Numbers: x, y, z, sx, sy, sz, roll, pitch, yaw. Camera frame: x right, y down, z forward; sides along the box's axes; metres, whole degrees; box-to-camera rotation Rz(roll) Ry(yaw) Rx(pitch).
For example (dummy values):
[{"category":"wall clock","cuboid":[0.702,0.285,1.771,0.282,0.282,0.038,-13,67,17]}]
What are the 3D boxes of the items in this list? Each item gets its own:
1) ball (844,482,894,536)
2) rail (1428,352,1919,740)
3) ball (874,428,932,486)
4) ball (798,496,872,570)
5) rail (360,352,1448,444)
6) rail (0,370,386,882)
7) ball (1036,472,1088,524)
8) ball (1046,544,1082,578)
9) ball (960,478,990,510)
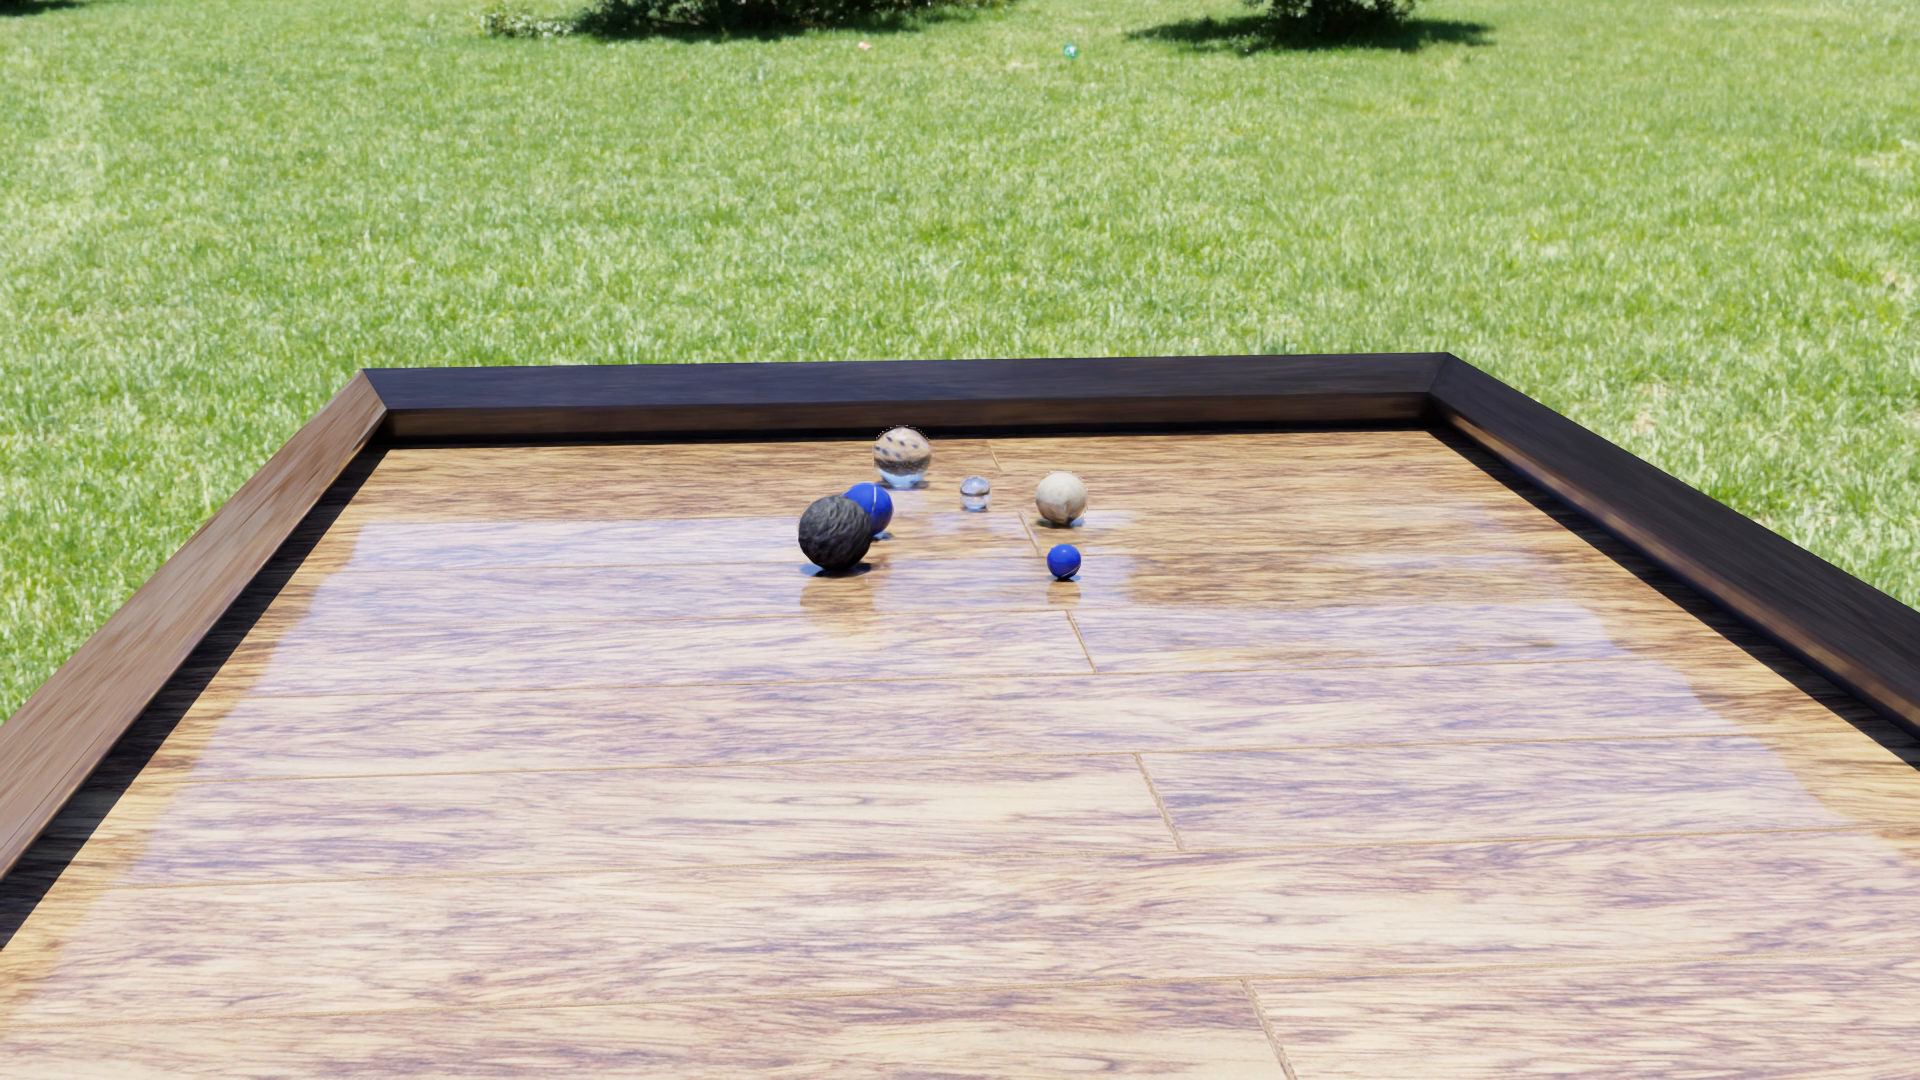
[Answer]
[{"category":"ball","cuboid":[-0.127,-0.041,2.965,0.074,0.074,0.074,0,14,0]},{"category":"rail","cuboid":[0.936,0.157,2.096,0.045,0.124,3.287,-1,15,-5]},{"category":"ball","cuboid":[-0.086,-0.124,3.262,0.086,0.086,0.086,0,14,0]},{"category":"ball","cuboid":[-0.159,-0.009,2.799,0.095,0.095,0.095,0,14,0]},{"category":"rail","cuboid":[-0.070,-0.228,3.585,1.782,0.124,0.045,-1,15,-5]},{"category":"rail","cuboid":[-0.792,0.195,1.949,0.045,0.124,3.287,-1,15,-5]},{"category":"ball","cuboid":[0.140,-0.058,3.037,0.071,0.071,0.071,0,14,0]},{"category":"ball","cuboid":[0.131,0.027,2.763,0.044,0.044,0.044,0,14,0]},{"category":"ball","cuboid":[0.021,-0.066,3.121,0.045,0.045,0.045,0,14,0]}]
